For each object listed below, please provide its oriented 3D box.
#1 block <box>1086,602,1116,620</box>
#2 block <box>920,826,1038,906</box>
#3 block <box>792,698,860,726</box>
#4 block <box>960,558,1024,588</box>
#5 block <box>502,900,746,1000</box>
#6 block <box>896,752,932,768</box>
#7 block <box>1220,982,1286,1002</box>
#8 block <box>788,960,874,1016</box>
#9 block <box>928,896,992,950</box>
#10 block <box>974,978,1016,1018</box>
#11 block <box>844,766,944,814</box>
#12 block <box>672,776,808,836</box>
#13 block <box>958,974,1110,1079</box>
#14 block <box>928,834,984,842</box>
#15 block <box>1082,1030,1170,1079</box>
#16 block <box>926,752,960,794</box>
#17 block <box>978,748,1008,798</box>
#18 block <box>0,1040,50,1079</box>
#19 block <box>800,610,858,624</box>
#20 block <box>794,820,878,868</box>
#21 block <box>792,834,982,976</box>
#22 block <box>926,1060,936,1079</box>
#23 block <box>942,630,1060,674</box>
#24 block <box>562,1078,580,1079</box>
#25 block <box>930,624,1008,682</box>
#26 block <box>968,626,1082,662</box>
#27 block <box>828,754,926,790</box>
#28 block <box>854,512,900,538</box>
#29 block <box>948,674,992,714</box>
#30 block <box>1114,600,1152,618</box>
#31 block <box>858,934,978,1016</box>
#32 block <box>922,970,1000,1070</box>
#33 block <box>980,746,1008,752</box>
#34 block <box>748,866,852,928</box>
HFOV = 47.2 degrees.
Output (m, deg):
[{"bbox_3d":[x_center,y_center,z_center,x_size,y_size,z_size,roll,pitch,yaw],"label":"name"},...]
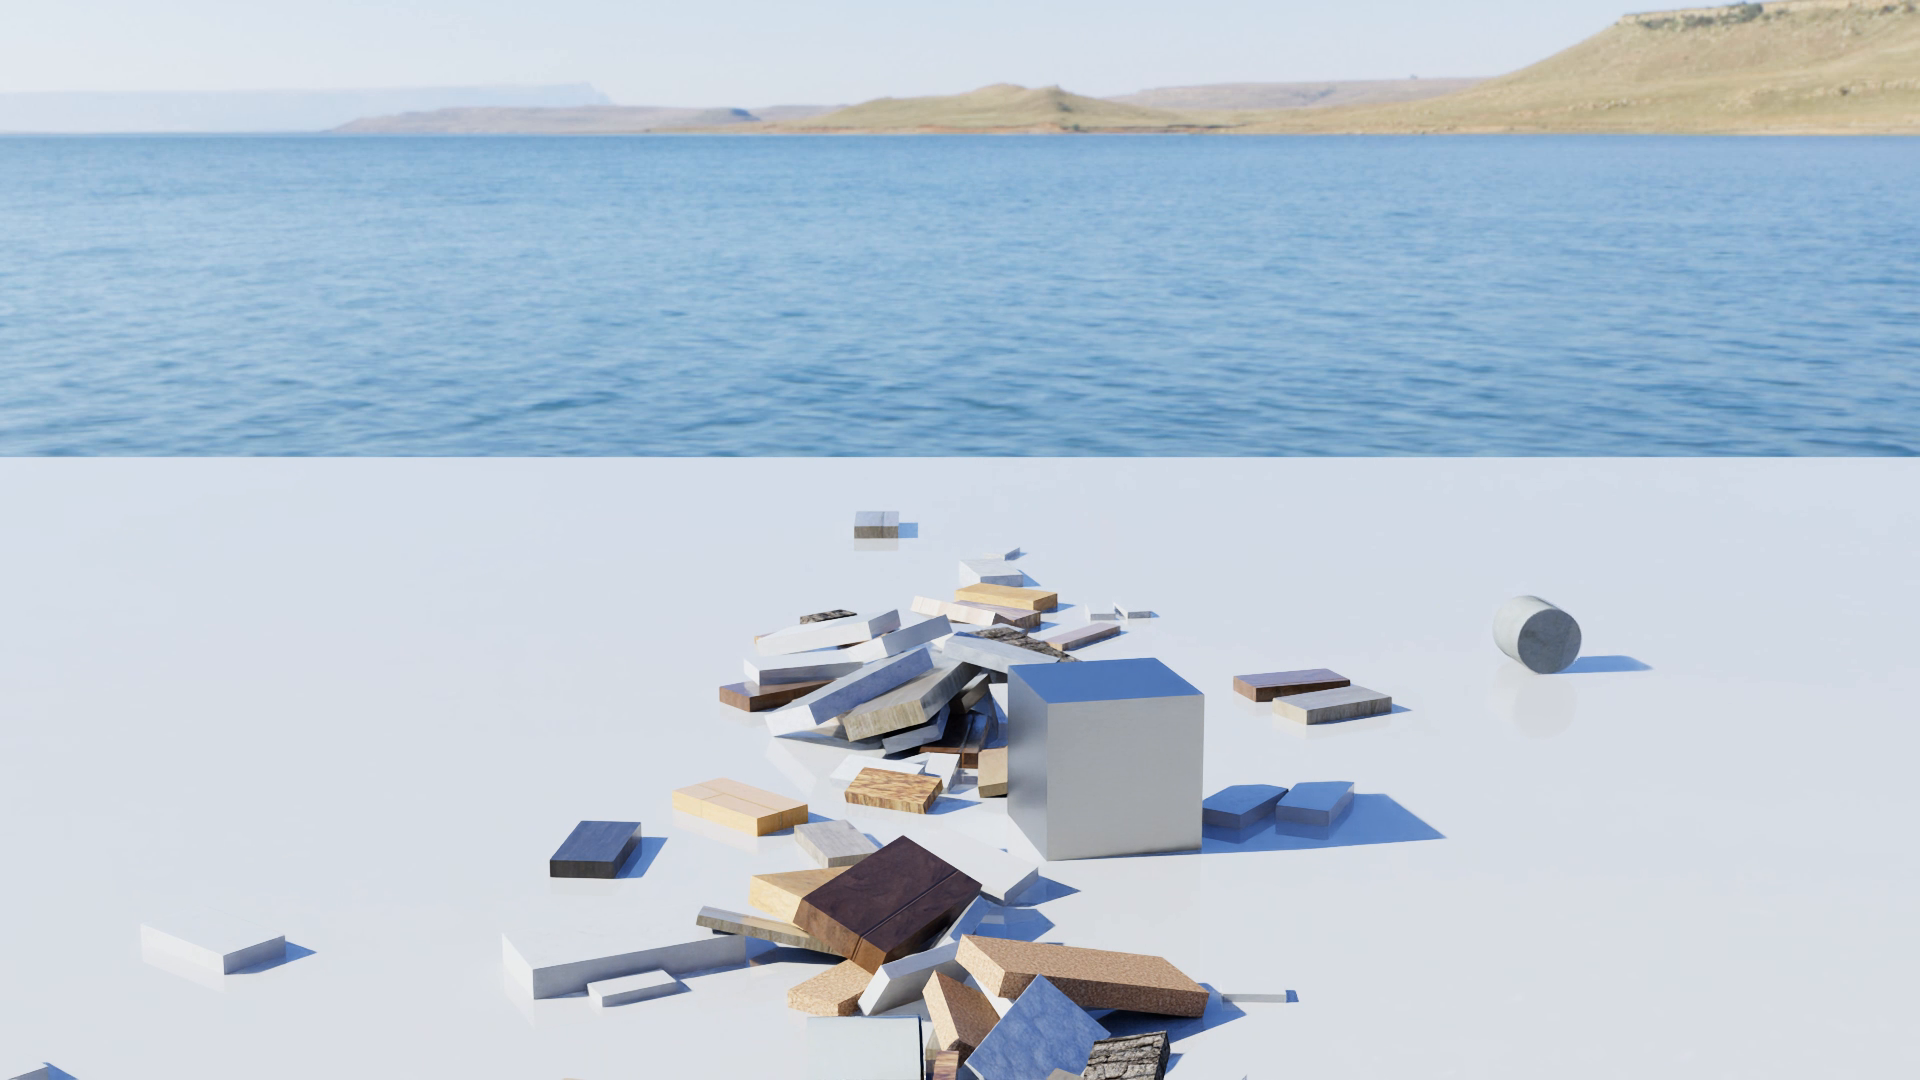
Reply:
[{"bbox_3d":[0.369,0.188,5.781,0.066,0.019,0.132,0,11,-2],"label":"block"},{"bbox_3d":[0.024,0.546,3.686,0.195,0.028,0.098,19,31,33],"label":"block"},{"bbox_3d":[-0.246,0.369,4.773,0.220,0.031,0.110,8,13,38],"label":"block"},{"bbox_3d":[0.087,0.094,6.243,0.124,0.035,0.248,-3,11,-13],"label":"block"},{"bbox_3d":[-0.513,0.623,3.362,0.332,0.047,0.166,-5,12,-26],"label":"block"},{"bbox_3d":[-0.102,0.445,4.341,0.113,0.016,0.057,-14,9,-22],"label":"block"},{"bbox_3d":[0.431,0.665,3.232,0.093,0.013,0.046,0,11,2],"label":"block"},{"bbox_3d":[-0.161,0.656,3.240,0.092,0.026,0.184,7,13,34],"label":"block"},{"bbox_3d":[-0.013,0.608,3.340,0.026,0.092,0.184,44,18,3],"label":"block"},{"bbox_3d":[0.103,0.652,3.103,0.125,0.035,0.250,23,4,-17],"label":"block"},{"bbox_3d":[-0.125,0.473,4.157,0.167,0.024,0.084,5,33,26],"label":"block"},{"bbox_3d":[-0.410,0.495,4.088,0.245,0.035,0.122,10,15,44],"label":"block"},{"bbox_3d":[0.096,0.673,2.871,0.125,0.035,0.250,39,28,9],"label":"block"},{"bbox_3d":[-0.005,0.553,3.795,0.098,0.028,0.195,0,11,-1],"label":"block"},{"bbox_3d":[0.202,0.669,2.725,0.095,0.027,0.189,-12,11,14],"label":"block"},{"bbox_3d":[-0.040,0.453,4.270,0.057,0.016,0.113,3,29,13],"label":"block"},{"bbox_3d":[0.079,0.449,4.269,0.084,0.024,0.167,-10,17,4],"label":"block"},{"bbox_3d":[-1.365,0.725,2.813,0.166,0.047,0.332,9,14,40],"label":"block"},{"bbox_3d":[-0.340,0.203,5.699,0.136,0.019,0.068,-9,14,-41],"label":"block"},{"bbox_3d":[-0.216,0.538,3.872,0.098,0.028,0.195,-4,11,-21],"label":"block"},{"bbox_3d":[-0.107,0.559,3.390,0.156,0.044,0.312,29,23,20],"label":"block"},{"bbox_3d":[-0.016,0.716,2.863,0.059,0.017,0.117,0,19,0],"label":"block"},{"bbox_3d":[0.090,0.254,4.779,0.235,0.033,0.117,15,12,13],"label":"block"},{"bbox_3d":[-0.508,0.733,2.855,0.058,0.017,0.117,2,11,11],"label":"block"},{"bbox_3d":[0.083,0.265,5.153,0.168,0.048,0.337,5,11,-28],"label":"block"},{"bbox_3d":[0.148,0.265,4.953,0.143,0.041,0.286,-6,20,-42],"label":"block"},{"bbox_3d":[-0.159,0.457,4.252,0.167,0.024,0.084,6,30,28],"label":"block"},{"bbox_3d":[-0.264,-0.049,7.003,0.139,0.039,0.277,0,11,-1],"label":"block"},{"bbox_3d":[-0.015,0.347,4.797,0.116,0.033,0.232,-15,6,18],"label":"block"},{"bbox_3d":[0.454,0.184,5.804,0.064,0.018,0.129,-2,11,-12],"label":"block"},{"bbox_3d":[-0.055,0.633,3.193,0.184,0.092,0.026,-9,50,-41],"label":"block"},{"bbox_3d":[0.027,0.670,2.981,0.125,0.035,0.250,28,5,-12],"label":"block"},{"bbox_3d":[0.136,0.446,4.365,0.099,0.028,0.199,-6,12,-31],"label":"block"},{"bbox_3d":[-0.154,0.569,3.528,0.332,0.047,0.166,2,7,-41],"label":"block"}]
